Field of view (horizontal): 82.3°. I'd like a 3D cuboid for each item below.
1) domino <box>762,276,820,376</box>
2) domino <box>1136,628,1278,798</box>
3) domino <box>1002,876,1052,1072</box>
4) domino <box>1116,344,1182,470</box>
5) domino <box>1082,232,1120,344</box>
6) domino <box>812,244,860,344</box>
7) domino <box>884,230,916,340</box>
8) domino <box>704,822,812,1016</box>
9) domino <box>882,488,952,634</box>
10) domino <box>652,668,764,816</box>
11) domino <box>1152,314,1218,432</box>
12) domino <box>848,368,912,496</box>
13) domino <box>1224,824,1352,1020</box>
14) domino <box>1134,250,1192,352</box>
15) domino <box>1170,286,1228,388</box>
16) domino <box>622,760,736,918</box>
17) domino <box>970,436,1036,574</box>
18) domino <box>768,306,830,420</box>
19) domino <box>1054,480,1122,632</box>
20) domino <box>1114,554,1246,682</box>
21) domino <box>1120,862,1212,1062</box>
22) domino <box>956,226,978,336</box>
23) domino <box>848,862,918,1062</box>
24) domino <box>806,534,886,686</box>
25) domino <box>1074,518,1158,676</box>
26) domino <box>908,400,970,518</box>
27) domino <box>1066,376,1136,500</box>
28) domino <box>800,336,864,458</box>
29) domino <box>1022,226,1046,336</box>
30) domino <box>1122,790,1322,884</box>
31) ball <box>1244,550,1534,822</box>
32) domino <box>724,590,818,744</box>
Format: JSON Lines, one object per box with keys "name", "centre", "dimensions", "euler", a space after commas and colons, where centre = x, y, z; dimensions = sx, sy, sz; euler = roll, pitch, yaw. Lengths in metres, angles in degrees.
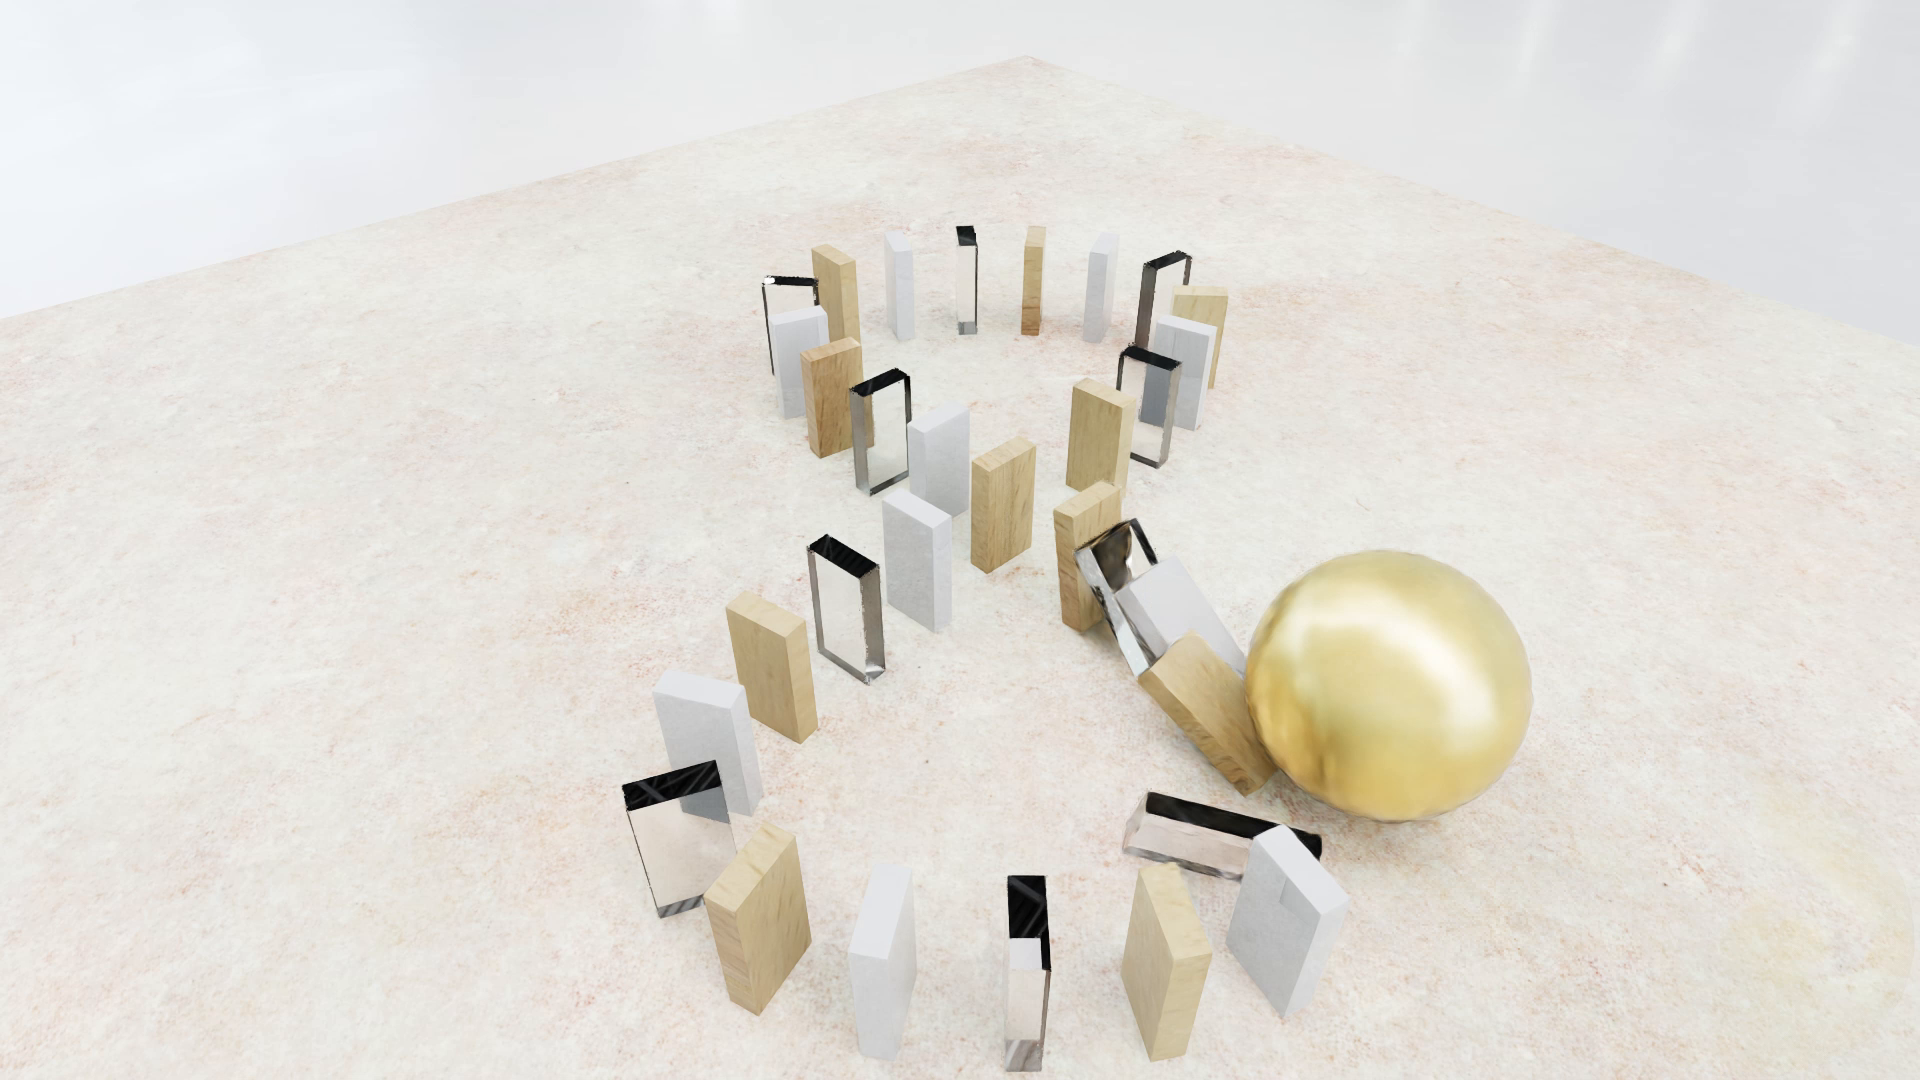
{"name": "domino", "centre": [-0.081, -0.104, 0.538], "dimensions": [0.025, 0.050, 0.009], "euler": [4, 40, 5]}
{"name": "domino", "centre": [0.084, 0.056, 0.358], "dimensions": [0.025, 0.010, 0.050], "euler": [-36, 78, -35]}
{"name": "domino", "centre": [0.016, 0.110, 0.277], "dimensions": [0.009, 0.050, 0.025], "euler": [0, 39, 0]}
{"name": "domino", "centre": [0.081, -0.058, 0.482], "dimensions": [0.025, 0.050, 0.010], "euler": [26, 46, 28]}
{"name": "domino", "centre": [0.073, -0.131, 0.571], "dimensions": [0.009, 0.050, 0.025], "euler": [13, 41, 15]}
{"name": "domino", "centre": [-0.063, -0.122, 0.561], "dimensions": [0.009, 0.050, 0.025], "euler": [-28, 47, -30]}
{"name": "domino", "centre": [-0.032, -0.133, 0.573], "dimensions": [0.009, 0.050, 0.025], "euler": [-10, 40, -12]}
{"name": "domino", "centre": [-0.052, 0.100, 0.289], "dimensions": [0.009, 0.050, 0.025], "euler": [19, 43, 22]}
{"name": "domino", "centre": [-0.015, 0.008, 0.402], "dimensions": [0.025, 0.050, 0.009], "euler": [30, 48, 31]}
{"name": "domino", "centre": [-0.076, 0.062, 0.335], "dimensions": [0.025, 0.050, 0.009], "euler": [10, 40, 12]}
{"name": "domino", "centre": [0.101, -0.076, 0.505], "dimensions": [0.025, 0.050, 0.009], "euler": [20, 43, 23]}
{"name": "domino", "centre": [-0.033, -0.045, 0.467], "dimensions": [0.025, 0.050, 0.009], "euler": [-30, 48, -32]}
{"name": "domino", "centre": [0.085, 0.101, 0.289], "dimensions": [0.009, 0.050, 0.025], "euler": [-18, 43, -21]}
{"name": "domino", "centre": [0.102, -0.118, 0.556], "dimensions": [0.025, 0.050, 0.010], "euler": [-27, 46, -29]}
{"name": "domino", "centre": [0.113, -0.097, 0.530], "dimensions": [0.025, 0.050, 0.009], "euler": [2, 39, 3]}
{"name": "domino", "centre": [-0.077, 0.085, 0.308], "dimensions": [0.025, 0.050, 0.010], "euler": [-13, 41, -16]}
{"name": "domino", "centre": [0.017, -0.013, 0.428], "dimensions": [0.025, 0.050, 0.009], "euler": [-31, 48, -32]}
{"name": "domino", "centre": [-0.073, -0.082, 0.512], "dimensions": [0.025, 0.050, 0.009], "euler": [-16, 42, -19]}
{"name": "domino", "centre": [0.048, 0.006, 0.403], "dimensions": [0.025, 0.050, 0.010], "euler": [-30, 38, -32]}
{"name": "domino", "centre": [0.078, 0.032, 0.381], "dimensions": [0.025, 0.010, 0.050], "euler": [-31, 86, -31]}
{"name": "domino", "centre": [0.052, 0.108, 0.280], "dimensions": [0.009, 0.050, 0.025], "euler": [-8, 40, -9]}
{"name": "domino", "centre": [0.003, -0.136, 0.578], "dimensions": [0.009, 0.050, 0.025], "euler": [-3, 39, -3]}
{"name": "domino", "centre": [-0.019, 0.108, 0.280], "dimensions": [0.009, 0.050, 0.025], "euler": [7, 40, 9]}
{"name": "domino", "centre": [-0.039, 0.025, 0.381], "dimensions": [0.025, 0.050, 0.010], "euler": [29, 47, 31]}
{"name": "domino", "centre": [0.063, 0.020, 0.392], "dimensions": [0.025, 0.050, 0.009], "euler": [-30, 6, -32]}
{"name": "domino", "centre": [-0.008, -0.029, 0.447], "dimensions": [0.025, 0.050, 0.010], "euler": [-32, 49, -33]}
{"name": "domino", "centre": [0.058, -0.040, 0.461], "dimensions": [0.025, 0.050, 0.009], "euler": [30, 48, 31]}
{"name": "domino", "centre": [-0.055, -0.063, 0.488], "dimensions": [0.025, 0.050, 0.009], "euler": [-24, 45, -26]}
{"name": "domino", "centre": [0.039, -0.136, 0.577], "dimensions": [0.009, 0.050, 0.025], "euler": [5, 40, 6]}
{"name": "domino", "centre": [0.075, 0.087, 0.316], "dimensions": [0.050, 0.025, 0.009], "euler": [14, 54, 1]}
{"name": "ball", "centre": [0.126, 0.043, 0.328], "dimensions": [0.080, 0.080, 0.080], "euler": [0, 39, 0]}
{"name": "domino", "centre": [-0.061, 0.042, 0.360], "dimensions": [0.025, 0.050, 0.009], "euler": [23, 45, 26]}
